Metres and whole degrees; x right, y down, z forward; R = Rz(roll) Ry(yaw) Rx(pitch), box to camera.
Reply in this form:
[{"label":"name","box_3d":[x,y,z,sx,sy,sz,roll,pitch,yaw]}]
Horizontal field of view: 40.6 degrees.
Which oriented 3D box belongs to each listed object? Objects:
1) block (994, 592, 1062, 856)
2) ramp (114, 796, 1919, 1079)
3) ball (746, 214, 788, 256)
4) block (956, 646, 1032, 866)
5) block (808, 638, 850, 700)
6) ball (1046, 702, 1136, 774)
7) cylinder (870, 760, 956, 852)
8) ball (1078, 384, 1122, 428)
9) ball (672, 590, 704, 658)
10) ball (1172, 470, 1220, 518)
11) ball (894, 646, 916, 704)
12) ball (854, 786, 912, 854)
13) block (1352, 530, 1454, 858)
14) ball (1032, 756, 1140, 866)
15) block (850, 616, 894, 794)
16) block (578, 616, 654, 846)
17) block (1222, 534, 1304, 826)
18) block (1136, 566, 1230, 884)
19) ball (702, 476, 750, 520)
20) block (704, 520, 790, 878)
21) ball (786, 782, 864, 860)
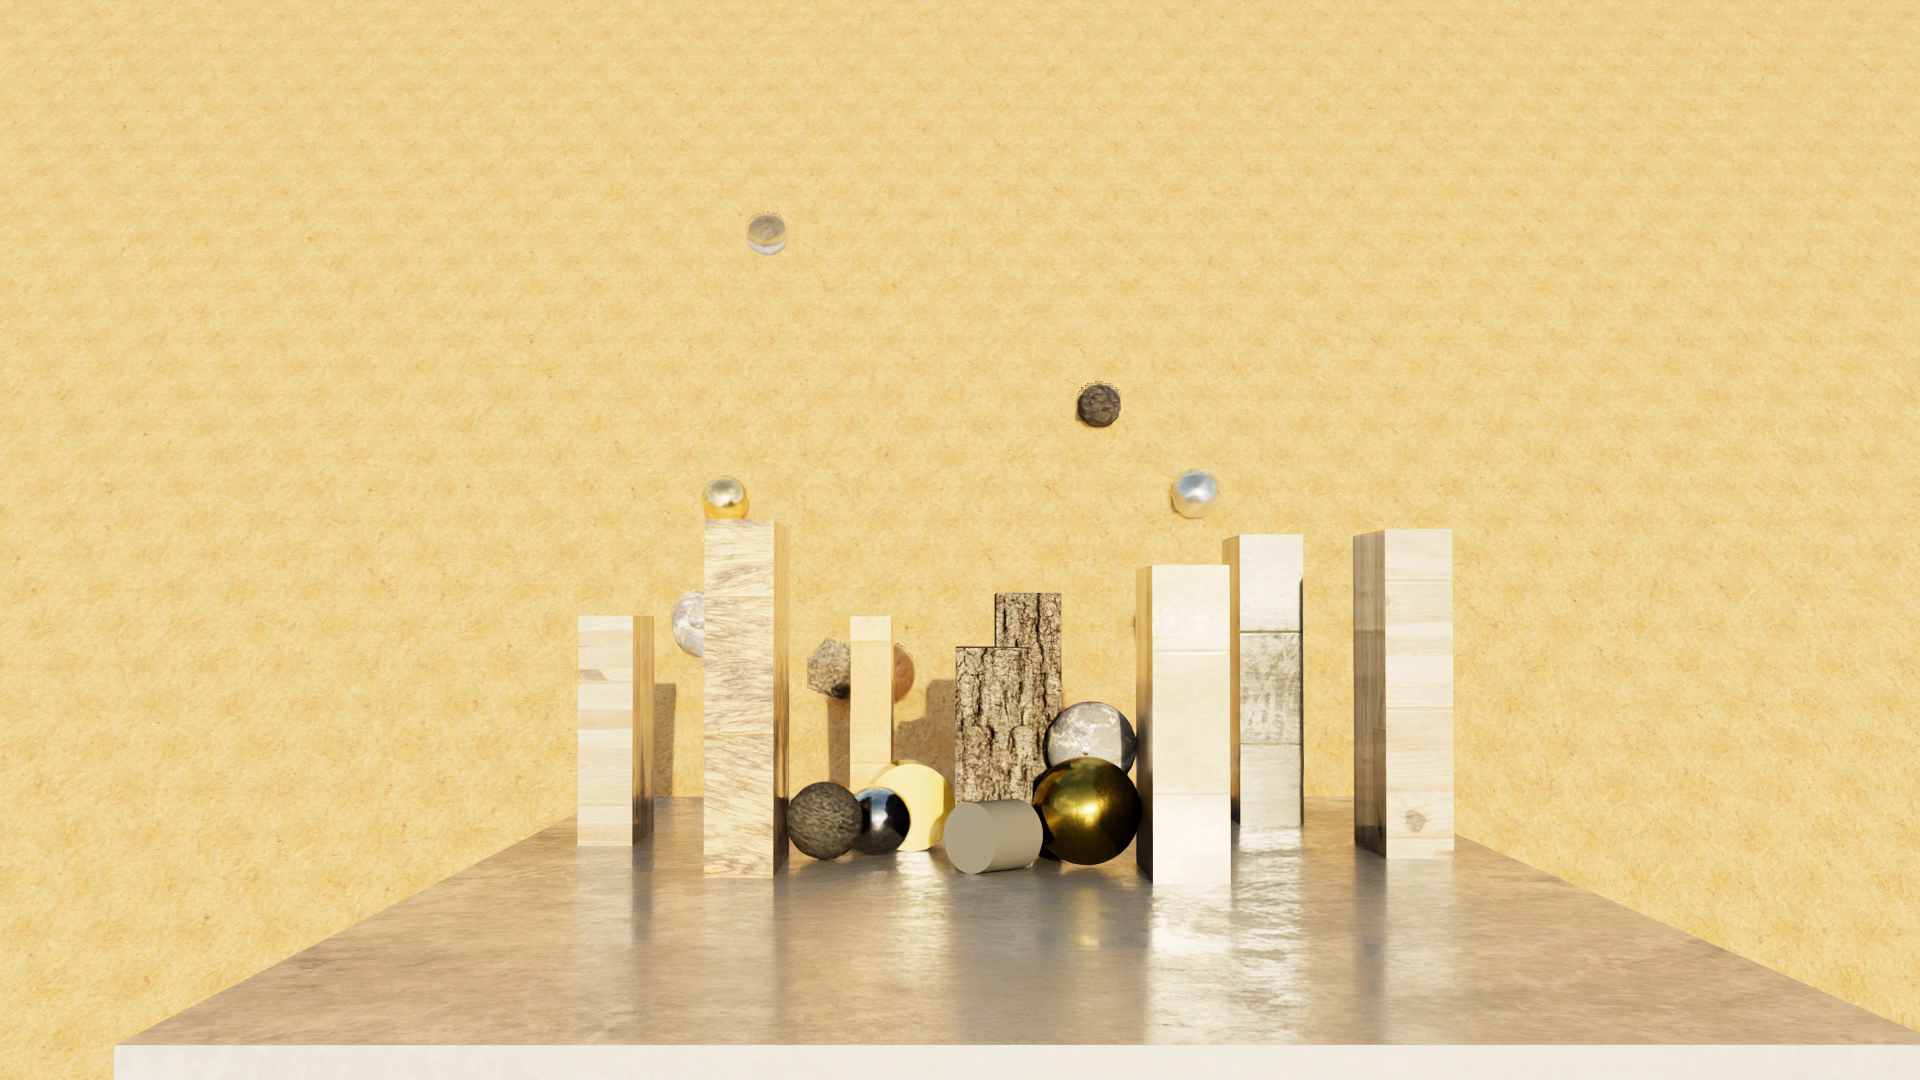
[{"label":"block","box_3d":[0.136,0.367,5.271,0.128,0.518,0.337,0,-2,0]},{"label":"ramp","box_3d":[0.077,0.663,4.830,2.000,0.100,4.000,0,-2,0]},{"label":"ball","box_3d":[-0.697,-1.104,9.392,0.147,0.147,0.147,0,35,0]},{"label":"block","box_3d":[0.064,0.416,5.094,0.145,0.411,0.393,0,-2,0]},{"label":"block","box_3d":[-0.353,0.363,7.322,0.109,0.109,0.109,16,38,22]},{"label":"ball","box_3d":[0.254,0.400,5.032,0.176,0.176,0.176,0,35,0]},{"label":"cylinder","box_3d":[-0.103,0.540,5.300,0.175,0.175,0.175,-3,-2,-4]},{"label":"ball","box_3d":[0.453,-0.435,8.436,0.143,0.143,0.143,0,35,0]},{"label":"ball","box_3d":[-0.729,0.240,7.427,0.191,0.191,0.191,0,35,0]},{"label":"ball","box_3d":[0.729,-0.140,8.007,0.149,0.149,0.149,0,35,0]},{"label":"ball","box_3d":[-0.212,0.374,7.241,0.173,0.173,0.173,0,35,0]},{"label":"ball","box_3d":[-0.164,0.554,5.139,0.137,0.137,0.137,0,35,0]},{"label":"block","box_3d":[0.896,0.306,5.272,0.131,0.641,0.418,0,-2,0]},{"label":"ball","box_3d":[0.237,0.508,4.875,0.205,0.205,0.205,0,35,0]},{"label":"block","box_3d":[-0.186,0.398,5.514,0.084,0.471,0.248,0,-2,0]},{"label":"block","box_3d":[-0.730,0.398,5.538,0.112,0.473,0.380,0,-2,0]},{"label":"block","box_3d":[0.706,0.323,6.082,0.143,0.657,0.406,0,-2,0]},{"label":"block","box_3d":[0.407,0.331,4.790,0.135,0.560,0.441,0,-2,0]},{"label":"ball","box_3d":[-0.722,-0.123,7.985,0.148,0.148,0.148,0,35,0]},{"label":"block","box_3d":[-0.399,0.293,4.908,0.125,0.644,0.443,0,-2,0]},{"label":"ball","box_3d":[-0.262,0.544,5.035,0.150,0.150,0.150,0,35,0]}]
